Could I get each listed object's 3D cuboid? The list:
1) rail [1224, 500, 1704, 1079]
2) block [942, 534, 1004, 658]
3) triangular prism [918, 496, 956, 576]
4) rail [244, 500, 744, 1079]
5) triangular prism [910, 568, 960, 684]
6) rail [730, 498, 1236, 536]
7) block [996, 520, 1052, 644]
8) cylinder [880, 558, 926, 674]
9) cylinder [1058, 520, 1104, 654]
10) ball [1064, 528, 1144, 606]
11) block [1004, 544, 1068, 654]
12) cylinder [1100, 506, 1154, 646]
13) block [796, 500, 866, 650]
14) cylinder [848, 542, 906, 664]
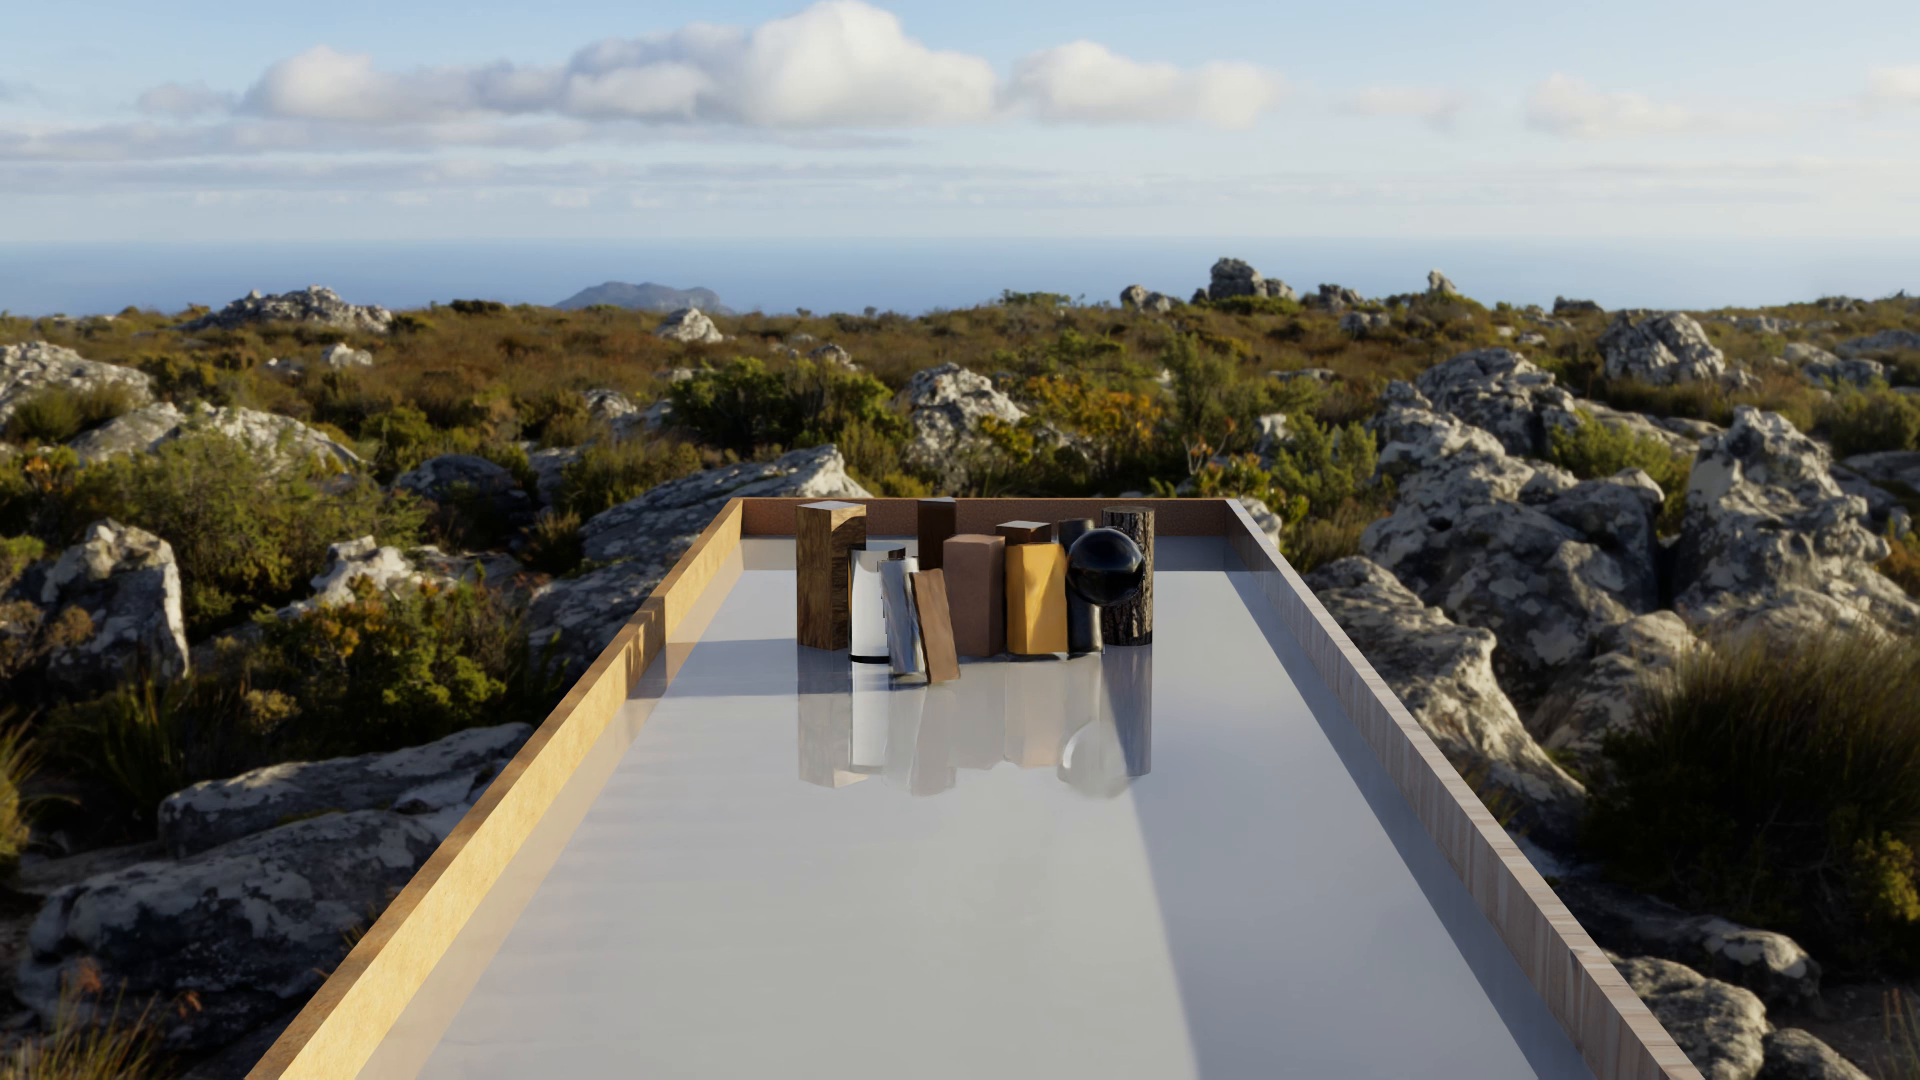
[{"bbox_3d":[1.046,0.843,3.208,0.050,0.150,12.000,0,9,1],"label":"rail"},{"bbox_3d":[0.044,0.171,6.798,0.149,0.353,0.149,3,10,19],"label":"block"},{"bbox_3d":[-0.052,0.097,6.932,0.128,0.458,0.111,3,10,22],"label":"triangular prism"},{"bbox_3d":[-1.004,0.839,3.234,0.050,0.150,12.000,0,9,1],"label":"rail"},{"bbox_3d":[-0.094,0.250,6.364,0.104,0.322,0.090,-10,0,-35],"label":"triangular prism"},{"bbox_3d":[0.099,-0.098,9.147,2.100,0.150,0.050,0,9,1],"label":"rail"},{"bbox_3d":[0.200,0.137,6.937,0.128,0.377,0.128,6,10,32],"label":"block"},{"bbox_3d":[-0.162,0.225,6.475,0.111,0.330,0.111,-8,-4,0],"label":"cylinder"},{"bbox_3d":[0.371,0.144,6.767,0.112,0.402,0.112,-3,-5,0],"label":"cylinder"},{"bbox_3d":[0.432,0.081,6.595,0.236,0.236,0.236,0,9,0],"label":"ball"},{"bbox_3d":[0.233,0.180,6.760,0.138,0.329,0.138,-3,1,-24],"label":"block"},{"bbox_3d":[0.529,0.112,6.952,0.165,0.422,0.165,0,9,0],"label":"cylinder"},{"bbox_3d":[-0.404,0.109,6.908,0.155,0.441,0.155,8,12,40],"label":"block"},{"bbox_3d":[-0.254,0.190,6.706,0.179,0.345,0.179,0,9,0],"label":"cylinder"}]
